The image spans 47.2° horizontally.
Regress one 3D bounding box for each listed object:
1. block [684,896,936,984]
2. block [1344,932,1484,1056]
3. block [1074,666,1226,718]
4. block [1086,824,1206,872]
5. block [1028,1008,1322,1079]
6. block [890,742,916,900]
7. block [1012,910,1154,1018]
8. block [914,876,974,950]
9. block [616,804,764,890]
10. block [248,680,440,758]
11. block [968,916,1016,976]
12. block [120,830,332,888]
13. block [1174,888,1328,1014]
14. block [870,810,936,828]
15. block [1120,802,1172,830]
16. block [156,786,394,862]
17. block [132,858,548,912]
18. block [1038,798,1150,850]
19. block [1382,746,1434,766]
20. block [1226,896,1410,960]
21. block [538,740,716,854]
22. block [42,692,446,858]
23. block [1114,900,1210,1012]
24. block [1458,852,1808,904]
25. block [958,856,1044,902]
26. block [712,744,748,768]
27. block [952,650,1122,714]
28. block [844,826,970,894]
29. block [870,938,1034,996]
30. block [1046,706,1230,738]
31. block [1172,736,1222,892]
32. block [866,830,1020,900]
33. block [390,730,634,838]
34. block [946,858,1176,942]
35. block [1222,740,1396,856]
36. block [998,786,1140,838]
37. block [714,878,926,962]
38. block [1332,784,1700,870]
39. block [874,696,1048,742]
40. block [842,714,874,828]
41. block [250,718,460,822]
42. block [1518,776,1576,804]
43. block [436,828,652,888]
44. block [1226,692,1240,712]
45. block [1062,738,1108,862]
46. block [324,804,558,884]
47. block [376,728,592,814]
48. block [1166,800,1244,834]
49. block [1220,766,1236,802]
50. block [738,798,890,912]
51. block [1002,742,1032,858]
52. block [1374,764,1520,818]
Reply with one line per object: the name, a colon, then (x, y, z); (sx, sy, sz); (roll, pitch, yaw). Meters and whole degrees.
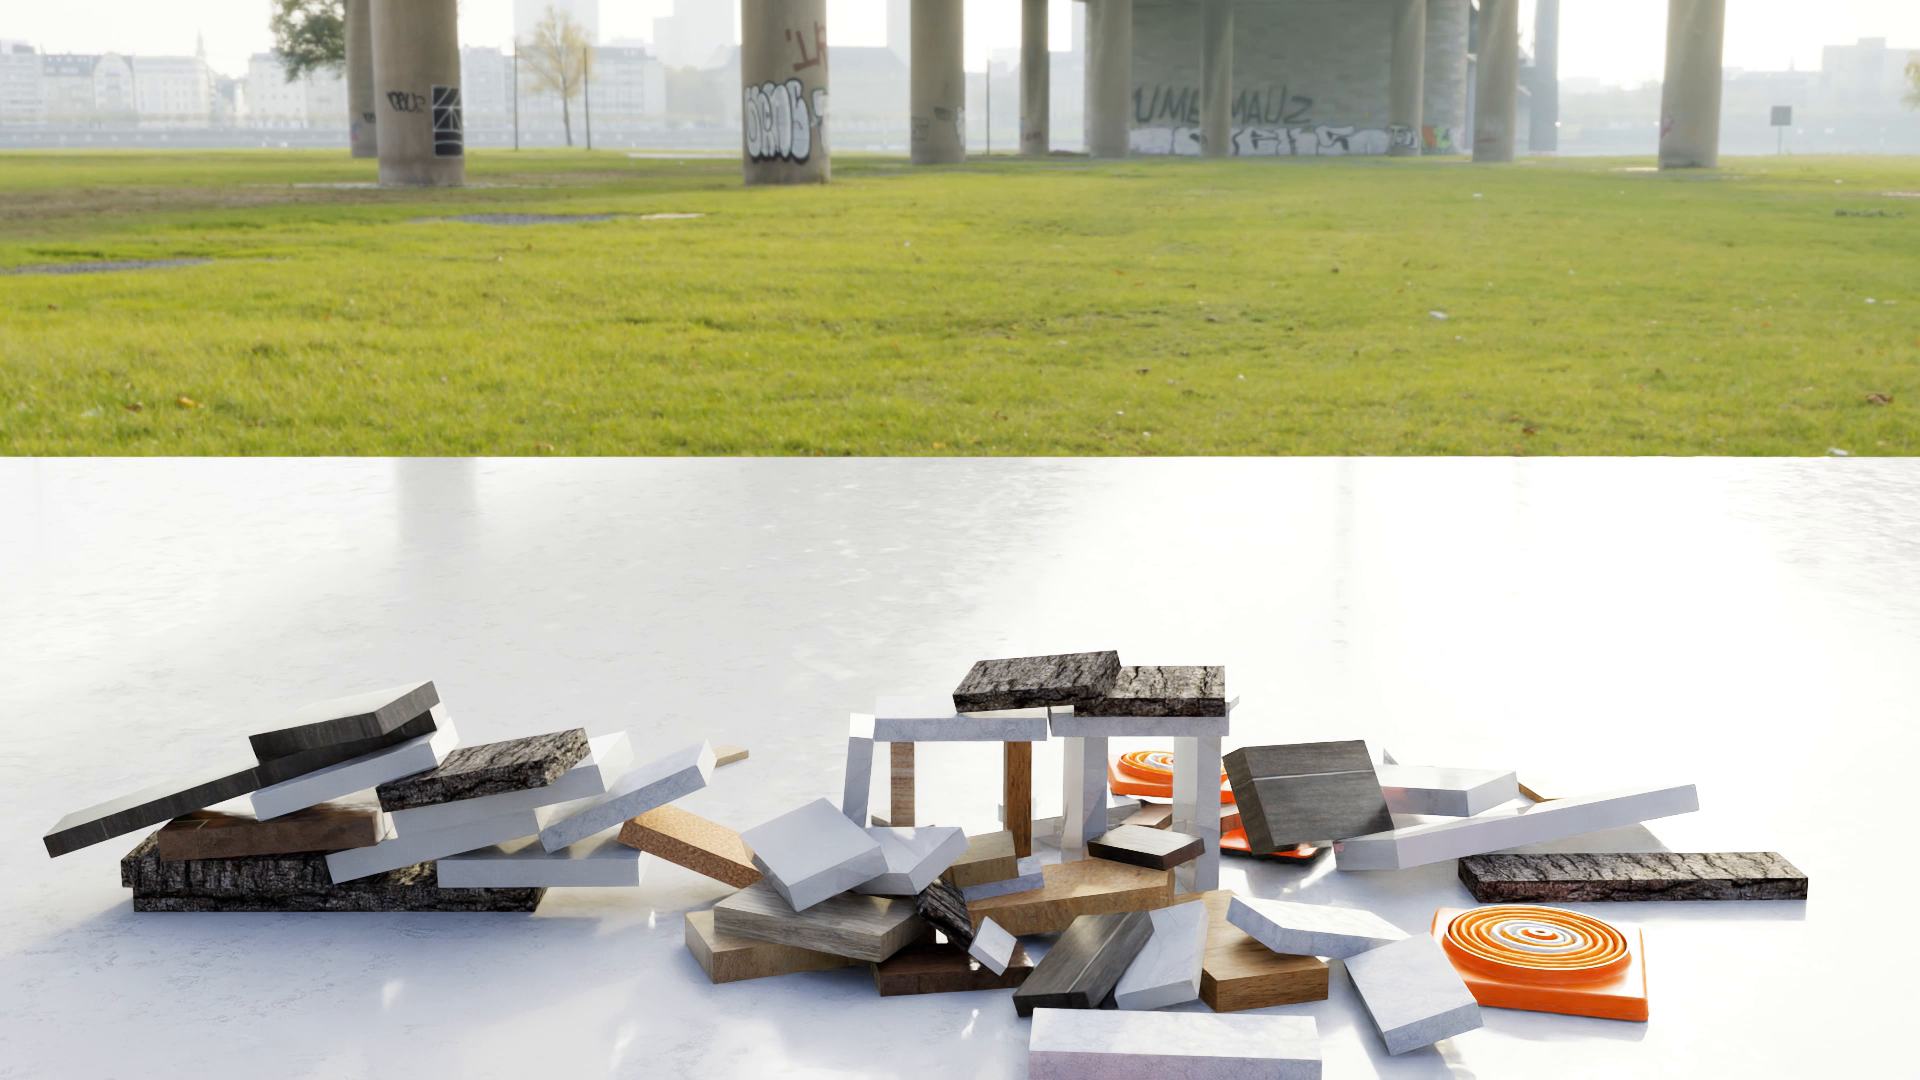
block: (-0.233, 0.611, 3.417); (0.354, 0.050, 0.177); (-4, 11, -20)
block: (0.645, 0.646, 3.148); (0.135, 0.038, 0.270); (-19, 11, 2)
block: (0.308, 0.245, 3.563); (0.241, 0.034, 0.121); (-1, 22, 7)
block: (0.298, 0.494, 3.538); (0.090, 0.026, 0.181); (-17, 11, -36)
block: (0.292, 0.693, 3.003); (0.389, 0.041, 0.145); (1, 11, 4)
block: (-0.093, 0.452, 3.648); (0.040, 0.280, 0.140); (0, 11, 0)
block: (0.183, 0.619, 3.223); (0.121, 0.034, 0.241); (-11, 14, 31)
block: (-0.029, 0.556, 3.365); (0.090, 0.026, 0.181); (38, 6, -13)
block: (-0.422, 0.514, 3.673); (0.287, 0.041, 0.144); (22, 10, -5)
block: (-1.014, 0.295, 3.620); (0.290, 0.041, 0.145); (-12, 12, 30)
block: (0.049, 0.605, 3.279); (0.059, 0.017, 0.118); (37, 14, 1)
block: (-1.193, 0.526, 3.636); (0.326, 0.046, 0.163); (0, 11, 0)
block: (0.403, 0.622, 3.357); (0.177, 0.050, 0.354); (-3, 11, -17)
block: (-0.104, 0.517, 4.014); (0.059, 0.017, 0.118); (-8, 13, -38)
block: (0.344, 0.498, 3.924); (0.069, 0.020, 0.138); (-2, 8, 29)
block: (-1.115, 0.465, 3.623); (0.351, 0.050, 0.175); (-4, 10, 2)
block: (-1.019, 0.568, 3.659); (0.654, 0.046, 0.163); (0, 11, 0)
block: (0.262, 0.515, 3.991); (0.250, 0.029, 0.102); (-7, 13, -33)
block: (0.899, 0.442, 4.411); (0.069, 0.020, 0.138); (-1, 11, -3)
block: (0.554, 0.594, 3.341); (0.270, 0.038, 0.135); (11, 7, -29)
block: (-0.549, 0.423, 3.638); (0.287, 0.041, 0.144); (-23, 10, 5)
block: (-1.175, 0.386, 3.636); (0.648, 0.038, 0.134); (-18, 10, -4)
block: (0.300, 0.614, 3.250); (0.115, 0.033, 0.230); (-16, 16, 16)
block: (1.127, 0.566, 3.695); (0.548, 0.038, 0.135); (0, 11, -2)
block: (0.041, 0.545, 3.513); (0.181, 0.026, 0.090); (-10, 9, 0)
block: (-0.494, 0.440, 4.432); (0.059, 0.017, 0.133); (8, 13, 38)
block: (0.125, 0.230, 3.569); (0.250, 0.034, 0.121); (-6, 22, 25)
block: (-0.127, 0.501, 3.444); (0.268, 0.038, 0.134); (-8, 20, 44)
block: (-0.013, 0.641, 3.303); (0.230, 0.033, 0.115); (-2, 11, -10)
block: (0.291, 0.285, 3.620); (0.288, 0.041, 0.144); (0, 11, -1)
block: (0.396, 0.440, 3.689); (0.041, 0.288, 0.144); (-2, 11, -10)
block: (-0.043, 0.524, 3.522); (0.268, 0.038, 0.134); (-10, 10, 1)
block: (-0.732, 0.400, 3.608); (0.359, 0.050, 0.175); (-13, 11, 9)
block: (0.160, 0.565, 3.493); (0.354, 0.050, 0.177); (-9, 9, 9)
block: (0.609, 0.444, 3.823); (0.351, 0.175, 0.050); (2, -26, -44)
block: (0.197, 0.489, 3.963); (0.230, 0.033, 0.115); (-5, 12, -27)
block: (-0.213, 0.577, 3.353); (0.290, 0.041, 0.145); (5, 12, 26)
block: (0.984, 0.502, 3.866); (0.680, 0.050, 0.175); (-6, -6, -27)
block: (0.001, 0.294, 3.621); (0.280, 0.040, 0.140); (0, 11, -1)
block: (-0.175, 0.446, 3.650); (0.041, 0.287, 0.144); (5, 10, -3)
block: (-0.992, 0.375, 3.613); (0.308, 0.044, 0.154); (-17, 10, 3)
block: (1.118, 0.481, 4.201); (0.069, 0.020, 0.138); (-2, 11, -11)
block: (-0.683, 0.525, 3.640); (0.326, 0.046, 0.163); (0, 11, 0)
block: (0.393, 0.260, 3.598); (0.116, 0.016, 0.058); (4, 11, 22)
block: (0.207, 0.443, 3.671); (0.041, 0.288, 0.144); (-1, 11, -11)
block: (-0.854, 0.476, 3.648); (0.351, 0.050, 0.175); (-14, 11, 3)
block: (-0.769, 0.371, 3.550); (0.308, 0.044, 0.154); (-11, 11, 19)
block: (0.414, 0.511, 3.951); (0.204, 0.029, 0.102); (-11, 9, -29)
block: (0.558, 0.474, 4.216); (0.102, 0.029, 0.204); (-4, 11, -22)
block: (-0.234, 0.490, 3.455); (0.154, 0.044, 0.308); (-22, 14, -16)
block: (0.095, 0.451, 3.652); (0.040, 0.280, 0.140); (0, 11, -2)
block: (0.831, 0.461, 4.068); (0.351, 0.050, 0.176); (-3, 5, 44)
